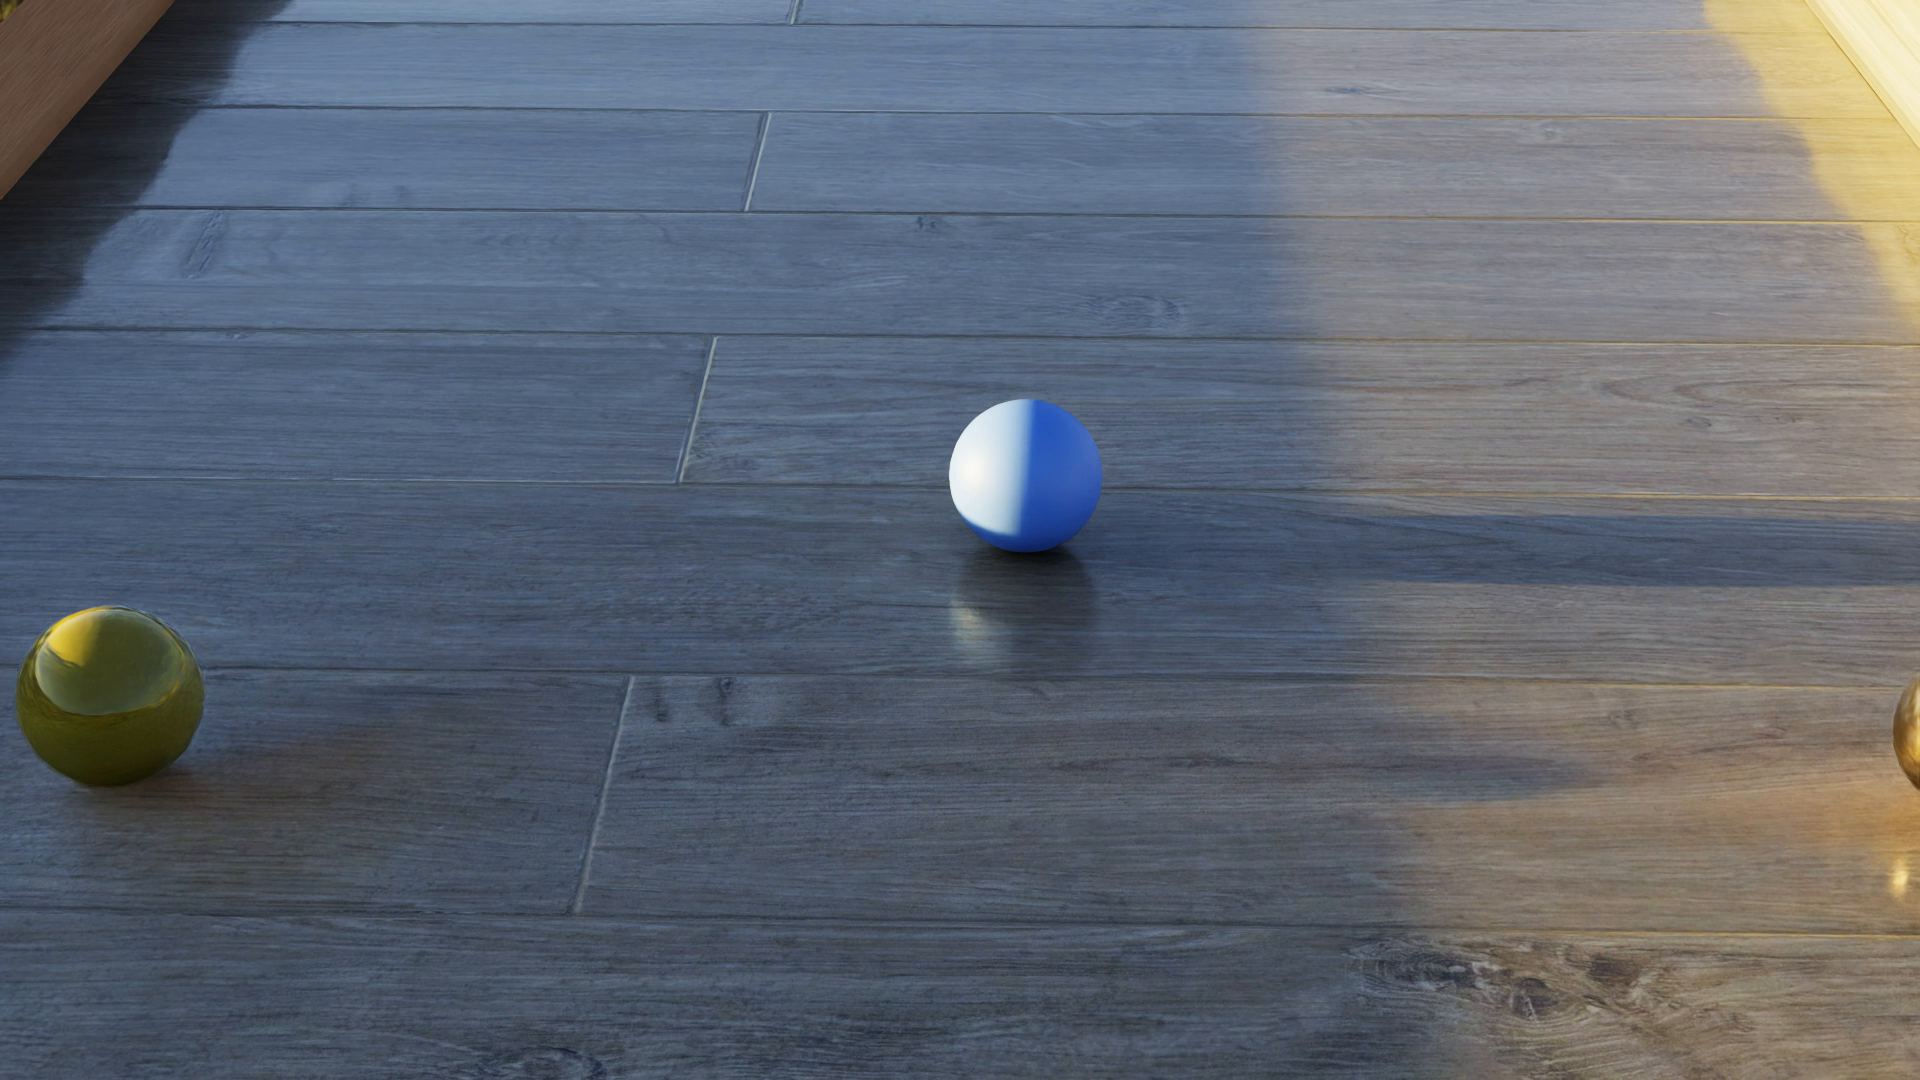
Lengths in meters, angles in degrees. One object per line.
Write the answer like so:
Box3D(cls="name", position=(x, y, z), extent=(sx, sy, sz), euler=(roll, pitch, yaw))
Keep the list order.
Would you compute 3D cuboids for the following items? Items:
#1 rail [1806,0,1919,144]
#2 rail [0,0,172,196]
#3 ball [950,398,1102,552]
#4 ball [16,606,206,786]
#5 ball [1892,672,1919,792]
Box3D(cls="rail", position=(0.804, -0.380, 2.473), extent=(0.045, 0.129, 3.214), euler=(1, 27, 1))
Box3D(cls="rail", position=(-0.766, -0.397, 2.506), extent=(0.045, 0.129, 3.214), euler=(1, 27, 1))
Box3D(cls="ball", position=(0.042, -0.040, 1.855), extent=(0.097, 0.097, 0.097), euler=(0, 27, 0))
Box3D(cls="ball", position=(-0.465, 0.085, 1.611), extent=(0.099, 0.099, 0.099), euler=(0, 27, 0))
Box3D(cls="ball", position=(0.549, 0.104, 1.584), extent=(0.090, 0.090, 0.090), euler=(0, 27, 0))
